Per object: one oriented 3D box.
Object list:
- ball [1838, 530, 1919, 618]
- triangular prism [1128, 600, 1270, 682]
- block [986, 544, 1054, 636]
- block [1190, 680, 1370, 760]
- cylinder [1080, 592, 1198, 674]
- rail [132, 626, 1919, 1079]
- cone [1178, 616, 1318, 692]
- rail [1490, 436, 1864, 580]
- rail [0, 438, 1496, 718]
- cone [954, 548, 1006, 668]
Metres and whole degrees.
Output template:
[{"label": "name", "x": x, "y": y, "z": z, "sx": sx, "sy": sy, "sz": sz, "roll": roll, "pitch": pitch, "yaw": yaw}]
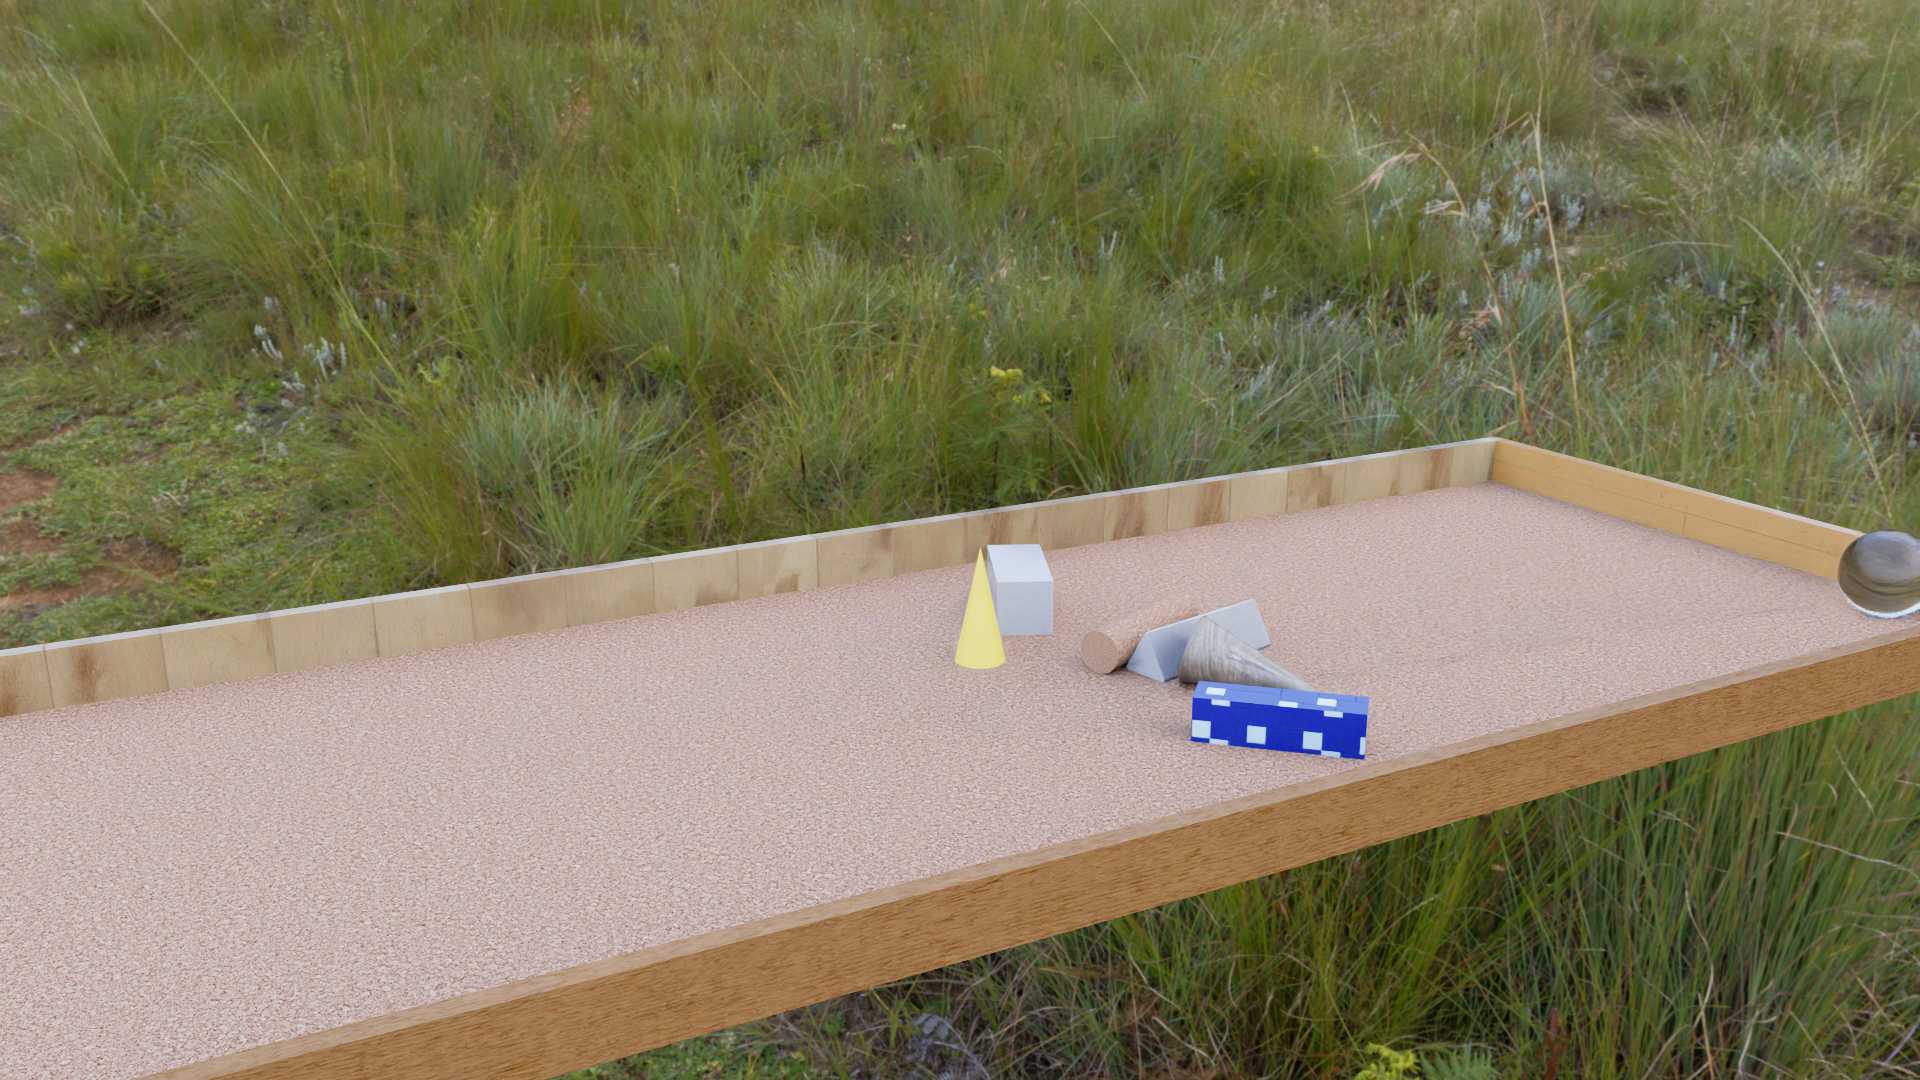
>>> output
[{"label": "ball", "x": 2.586, "y": 0.094, "z": 4.597, "sx": 0.247, "sy": 0.247, "sz": 0.247, "roll": 0, "pitch": 16, "yaw": 0}, {"label": "triangular prism", "x": 0.627, "y": 0.249, "z": 4.295, "sx": 0.413, "sy": 0.113, "sz": 0.130, "roll": -13, "pitch": 21, "yaw": -38}, {"label": "block", "x": 0.165, "y": 0.136, "z": 4.623, "sx": 0.152, "sy": 0.152, "sz": 0.351, "roll": -1, "pitch": 16, "yaw": -3}, {"label": "block", "x": 0.731, "y": 0.410, "z": 3.769, "sx": 0.387, "sy": 0.108, "sz": 0.108, "roll": 4, "pitch": 17, "yaw": 15}, {"label": "cylinder", "x": 0.477, "y": 0.239, "z": 4.340, "sx": 0.113, "sy": 0.113, "sz": 0.410, "roll": 12, "pitch": 20, "yaw": 35}, {"label": "rail", "x": -2.336, "y": 1.006, "z": 1.665, "sx": 12.000, "sy": 0.150, "sz": 0.050, "roll": -9, "pitch": 18, "yaw": -27}, {"label": "cone", "x": 0.748, "y": 0.334, "z": 4.064, "sx": 0.377, "sy": 0.176, "sz": 0.176, "roll": 21, "pitch": 23, "yaw": 19}, {"label": "rail", "x": 2.466, "y": -0.048, "z": 5.253, "sx": 0.050, "sy": 0.150, "sz": 2.100, "roll": -9, "pitch": 18, "yaw": -27}, {"label": "rail", "x": -3.305, "y": 0.497, "z": 3.399, "sx": 12.000, "sy": 0.150, "sz": 0.050, "roll": -9, "pitch": 18, "yaw": -27}, {"label": "cone", "x": 0.052, "y": 0.164, "z": 4.251, "sx": 0.133, "sy": 0.307, "sz": 0.133, "roll": 0, "pitch": 16, "yaw": 0}]
